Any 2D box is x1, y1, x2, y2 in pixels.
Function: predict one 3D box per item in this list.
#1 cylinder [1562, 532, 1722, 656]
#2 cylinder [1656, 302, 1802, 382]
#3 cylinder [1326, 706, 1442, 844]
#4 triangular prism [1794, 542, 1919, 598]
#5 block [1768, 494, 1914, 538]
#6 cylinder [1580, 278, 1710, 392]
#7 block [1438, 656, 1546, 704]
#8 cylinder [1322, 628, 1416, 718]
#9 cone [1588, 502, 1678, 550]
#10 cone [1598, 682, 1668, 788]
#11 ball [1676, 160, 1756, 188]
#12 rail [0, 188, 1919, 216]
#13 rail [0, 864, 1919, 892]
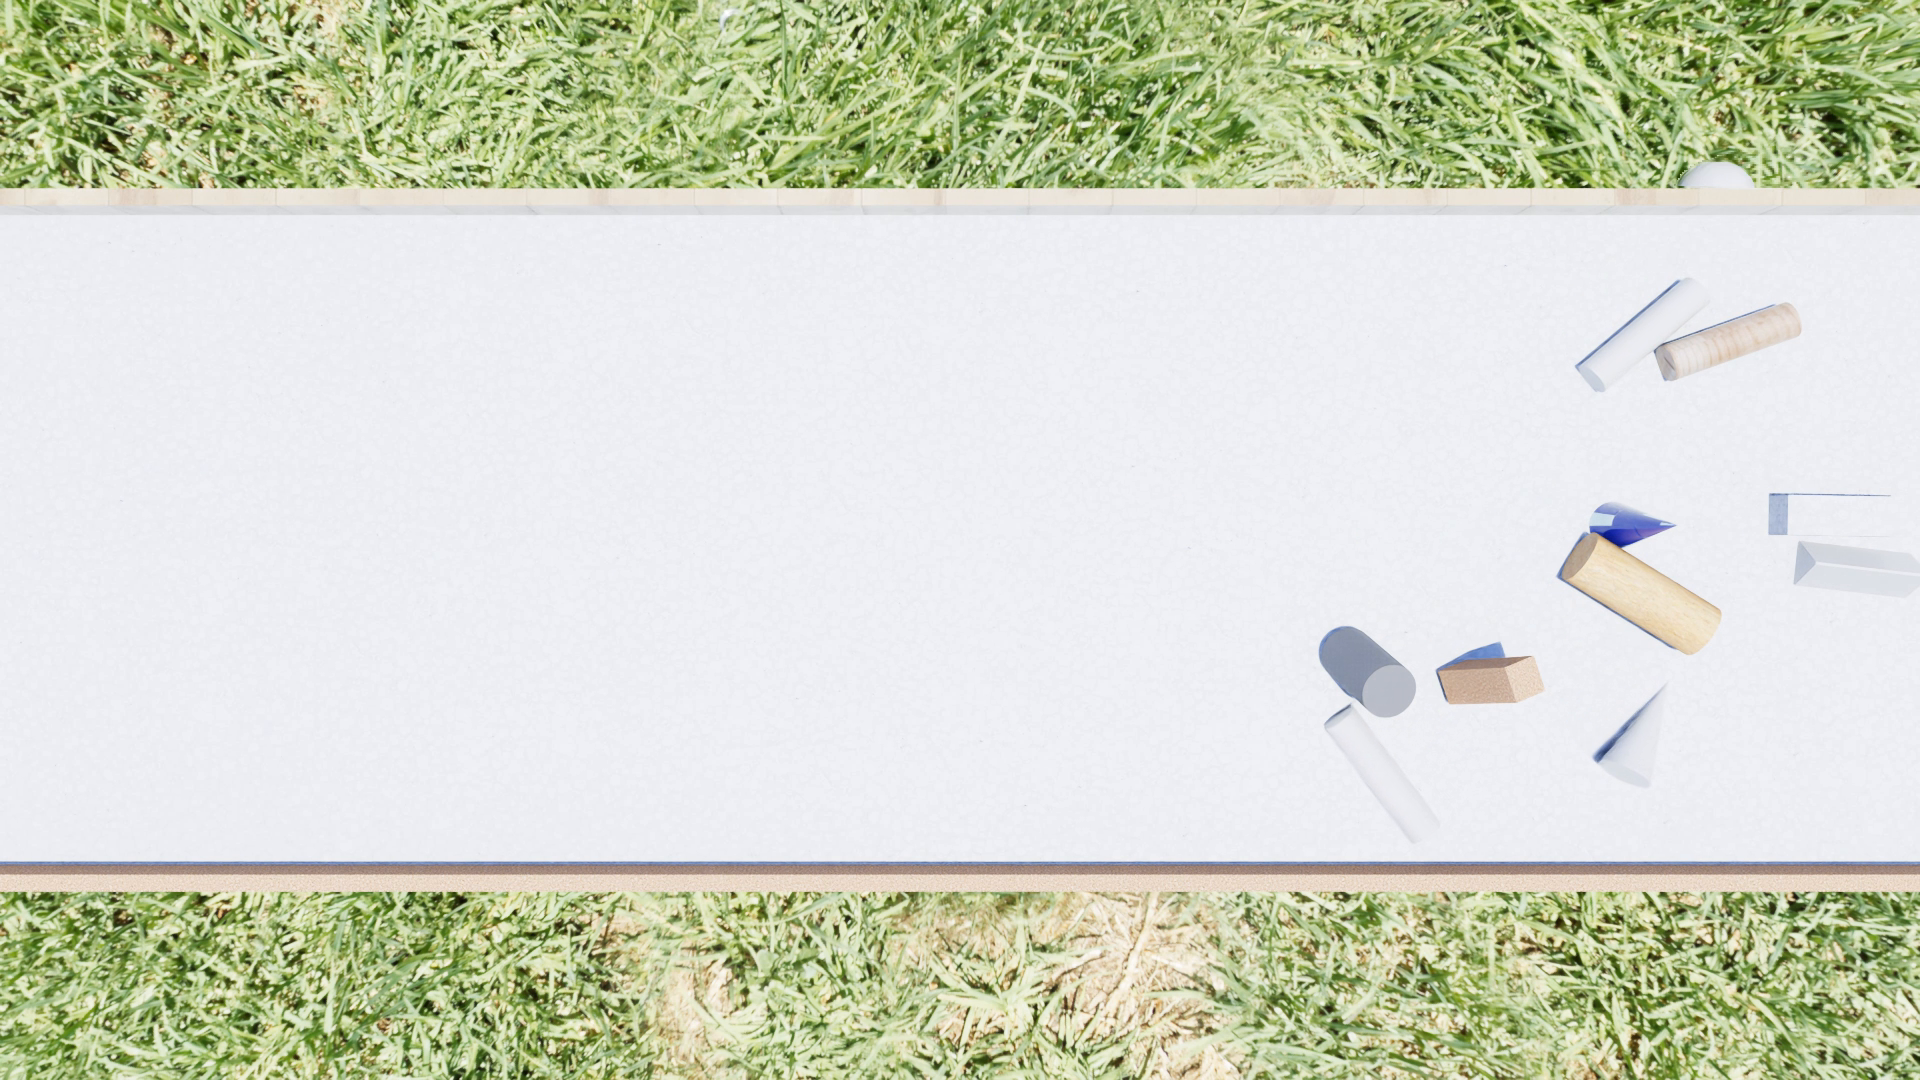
[{"bbox_3d":[2.061,0.163,4.992,0.436,0.169,0.169,32,90,0],"label":"cylinder"},{"bbox_3d":[2.338,-0.603,5.020,0.401,0.114,0.114,-19,90,0],"label":"cylinder"},{"bbox_3d":[1.289,0.715,5.022,0.109,0.109,0.437,-37,90,0],"label":"cylinder"},{"bbox_3d":[2.743,0.090,5.014,0.344,0.117,0.136,7,90,0],"label":"triangular prism"},{"bbox_3d":[2.676,-0.072,5.016,0.376,0.120,0.120,1,90,0],"label":"block"},{"bbox_3d":[2.085,-0.625,5.023,0.417,0.107,0.107,-40,90,0],"label":"cylinder"},{"bbox_3d":[1.578,0.419,4.907,0.108,0.322,0.108,-18,90,-20],"label":"block"},{"bbox_3d":[1.211,0.391,4.901,0.165,0.314,0.165,-3,107,-9],"label":"cylinder"},{"bbox_3d":[2.013,-0.041,4.850,0.154,0.454,0.154,0,90,0],"label":"cone"},{"bbox_3d":[2.097,0.571,5.038,0.158,0.158,0.333,31,77,0],"label":"cone"},{"bbox_3d":[3.895,-1.756,8.516,0.393,0.393,0.393,0,90,0],"label":"ball"},{"bbox_3d":[-2.247,-1.025,5.002,12.000,0.150,0.050,0,90,0],"label":"rail"},{"bbox_3d":[-2.247,1.025,5.001,12.000,0.150,0.050,0,90,0],"label":"rail"}]
